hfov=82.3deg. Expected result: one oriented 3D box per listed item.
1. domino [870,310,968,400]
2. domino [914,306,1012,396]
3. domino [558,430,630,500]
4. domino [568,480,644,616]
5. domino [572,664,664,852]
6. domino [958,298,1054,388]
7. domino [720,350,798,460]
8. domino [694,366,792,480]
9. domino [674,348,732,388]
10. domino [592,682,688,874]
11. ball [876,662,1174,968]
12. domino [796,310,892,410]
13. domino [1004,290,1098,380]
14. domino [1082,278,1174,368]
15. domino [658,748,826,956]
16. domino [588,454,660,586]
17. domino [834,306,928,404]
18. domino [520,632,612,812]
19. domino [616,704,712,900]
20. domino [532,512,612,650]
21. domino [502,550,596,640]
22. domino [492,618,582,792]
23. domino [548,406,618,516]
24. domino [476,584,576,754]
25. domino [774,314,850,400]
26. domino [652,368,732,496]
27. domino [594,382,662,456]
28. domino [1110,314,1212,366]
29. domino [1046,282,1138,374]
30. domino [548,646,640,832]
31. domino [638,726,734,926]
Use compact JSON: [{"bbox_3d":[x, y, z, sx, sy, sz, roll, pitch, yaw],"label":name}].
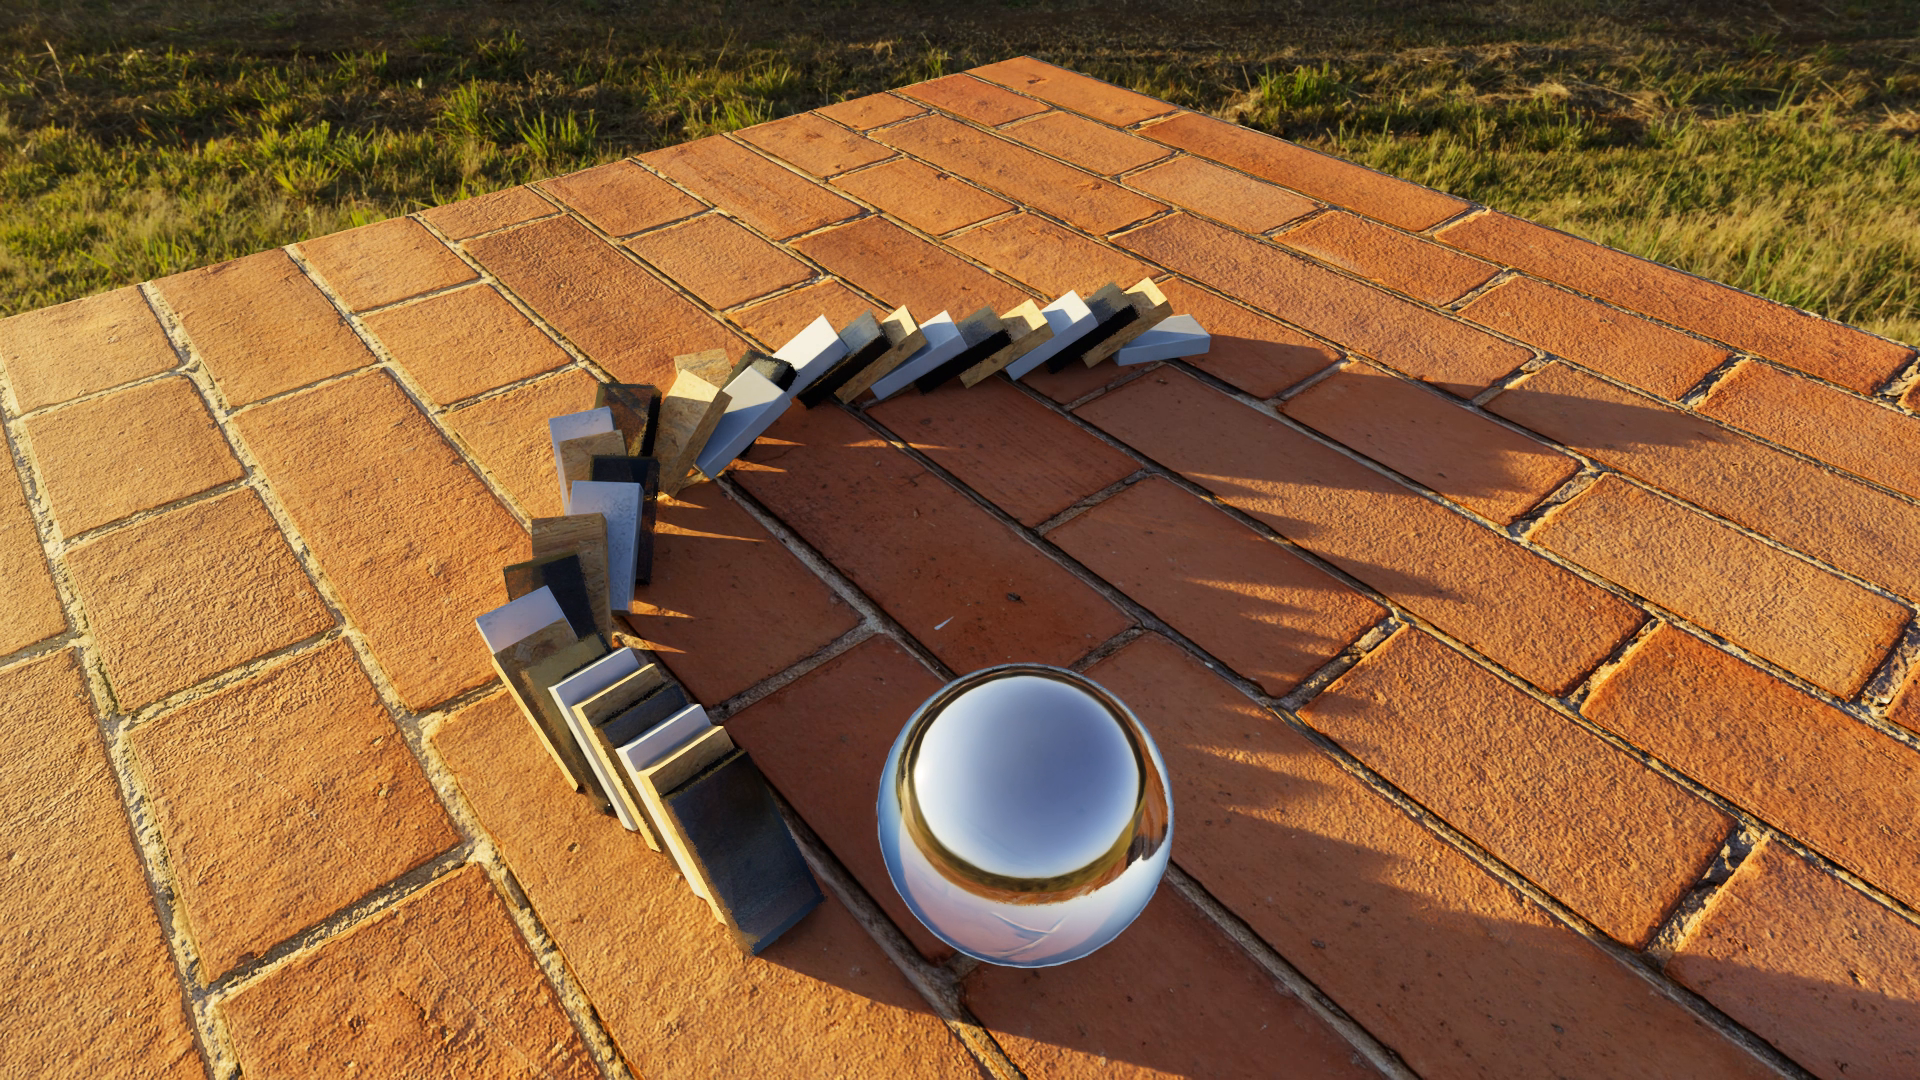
[{"bbox_3d":[-0.023,-0.090,0.537,0.050,0.009,0.025,-30,42,5],"label":"domino"},{"bbox_3d":[-0.002,-0.094,0.541,0.050,0.009,0.025,-30,42,5],"label":"domino"},{"bbox_3d":[-0.144,-0.018,0.443,0.025,0.010,0.050,-13,75,-9],"label":"domino"},{"bbox_3d":[-0.136,0.003,0.417,0.025,0.009,0.050,2,73,-5],"label":"domino"},{"bbox_3d":[-0.094,0.066,0.334,0.025,0.050,0.009,-32,13,-33],"label":"domino"},{"bbox_3d":[0.019,-0.098,0.546,0.050,0.010,0.025,-30,42,5],"label":"domino"},{"bbox_3d":[-0.099,-0.063,0.504,0.025,0.010,0.050,19,67,22],"label":"domino"},{"bbox_3d":[-0.102,-0.052,0.488,0.025,0.010,0.050,37,75,27],"label":"domino"},{"bbox_3d":[-0.122,-0.076,0.536,0.025,0.009,0.050,-13,41,-15],"label":"domino"},{"bbox_3d":[-0.085,0.071,0.328,0.025,0.050,0.009,-33,14,-33],"label":"domino"},{"bbox_3d":[0.017,0.073,0.298,0.080,0.080,0.080,0,39,0],"label":"ball"},{"bbox_3d":[-0.058,-0.087,0.528,0.050,0.010,0.025,-36,41,10],"label":"domino"},{"bbox_3d":[0.042,-0.102,0.550,0.050,0.009,0.025,-33,41,6],"label":"domino"},{"bbox_3d":[0.081,-0.110,0.558,0.050,0.009,0.025,-33,41,9],"label":"domino"},{"bbox_3d":[-0.061,0.087,0.308,0.025,0.050,0.009,-32,13,-33],"label":"domino"},{"bbox_3d":[-0.133,-0.008,0.431,0.025,0.010,0.050,2,73,-5],"label":"domino"},{"bbox_3d":[-0.041,-0.090,0.532,0.050,0.009,0.025,-36,41,10],"label":"domino"},{"bbox_3d":[-0.114,0.057,0.346,0.025,0.050,0.009,-31,11,-32],"label":"domino"},{"bbox_3d":[-0.077,0.076,0.322,0.025,0.050,0.010,-32,13,-33],"label":"domino"},{"bbox_3d":[-0.142,0.016,0.403,0.025,0.009,0.050,-6,74,-7],"label":"domino"},{"bbox_3d":[-0.142,0.031,0.386,0.025,0.009,0.050,-14,73,-17],"label":"domino"},{"bbox_3d":[-0.127,0.053,0.358,0.025,0.009,0.050,-32,83,-32],"label":"domino"},{"bbox_3d":[-0.153,-0.028,0.456,0.025,0.009,0.050,-13,75,-7],"label":"domino"},{"bbox_3d":[-0.138,0.043,0.369,0.025,0.009,0.050,-29,82,-28],"label":"domino"},{"bbox_3d":[-0.078,-0.083,0.525,0.050,0.010,0.025,-38,44,5],"label":"domino"},{"bbox_3d":[-0.122,-0.046,0.476,0.025,0.010,0.050,29,88,31],"label":"domino"},{"bbox_3d":[-0.145,-0.042,0.470,0.025,0.009,0.050,3,78,10],"label":"domino"},{"bbox_3d":[0.101,-0.104,0.570,0.050,0.010,0.025,-10,40,-12],"label":"domino"},{"bbox_3d":[0.062,-0.107,0.555,0.050,0.010,0.025,-33,41,9],"label":"domino"},{"bbox_3d":[-0.103,0.061,0.340,0.025,0.050,0.009,-31,12,-32],"label":"domino"},{"bbox_3d":[-0.069,0.081,0.315,0.025,0.050,0.010,-32,13,-33],"label":"domino"}]
